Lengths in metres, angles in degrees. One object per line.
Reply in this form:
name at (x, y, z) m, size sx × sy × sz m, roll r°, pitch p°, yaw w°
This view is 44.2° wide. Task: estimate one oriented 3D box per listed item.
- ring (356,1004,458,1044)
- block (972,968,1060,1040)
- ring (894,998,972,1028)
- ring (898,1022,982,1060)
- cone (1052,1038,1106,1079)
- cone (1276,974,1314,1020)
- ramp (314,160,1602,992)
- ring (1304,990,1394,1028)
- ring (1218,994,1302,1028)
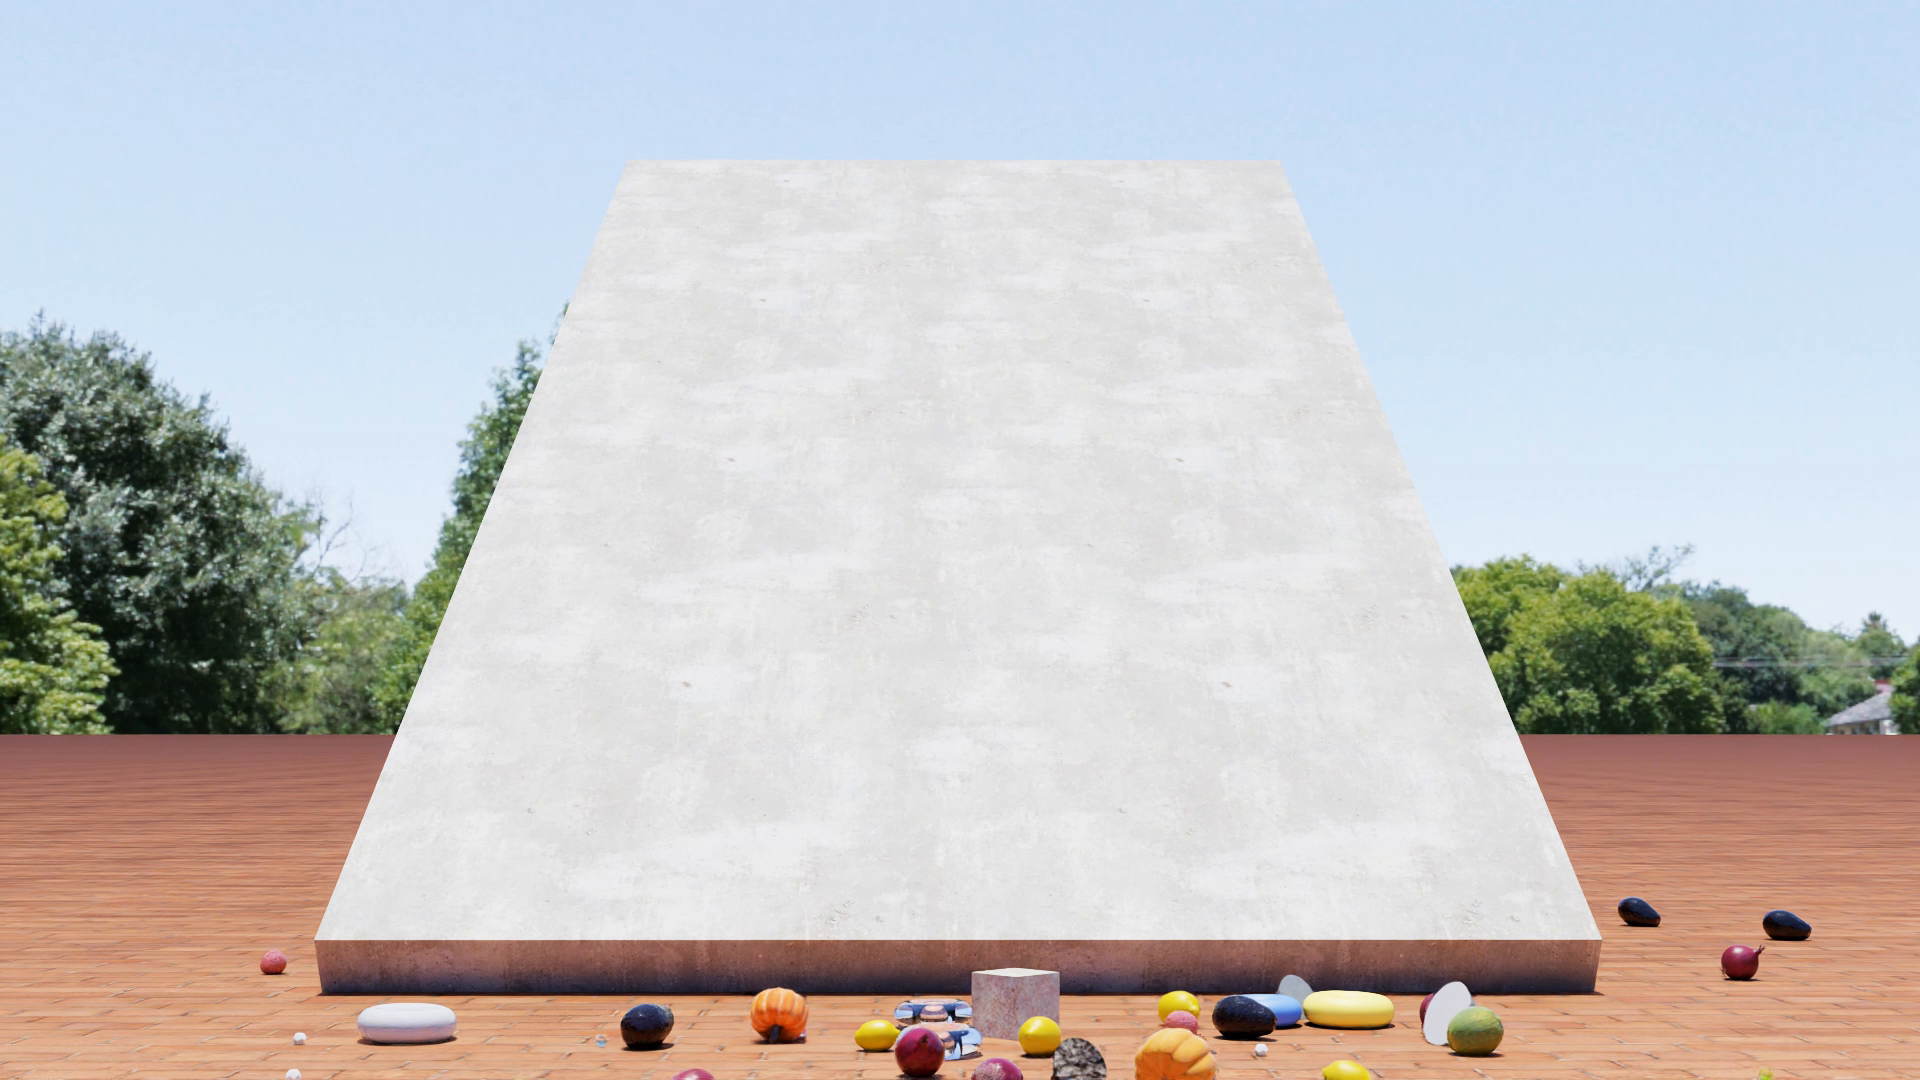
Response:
ring at (-0.735, 0.643, 3.144) m, size 0.131 × 0.044 × 0.131 m, roll 1°, pitch -5°, yaw 0°
block at (0.075, 0.627, 3.196) m, size 0.084 × 0.084 × 0.084 m, roll 4°, pitch -6°, yaw -44°
ring at (-0.036, 0.656, 3.267) m, size 0.111 × 0.037 × 0.111 m, roll -1°, pitch -6°, yaw 0°
ring at (-0.025, 0.635, 2.998) m, size 0.108 × 0.036 × 0.108 m, roll 0°, pitch -3°, yaw 0°
cone at (0.120, 0.614, 2.700) m, size 0.069 × 0.069 × 0.069 m, roll 3°, pitch -32°, yaw -31°
cone at (0.464, 0.670, 3.399) m, size 0.067 × 0.067 × 0.067 m, roll 4°, pitch -32°, yaw -38°
ramp at (-0.010, -0.228, 5.483) m, size 2.000 × 0.100 × 4.000 m, roll 0°, pitch 27°, yaw 0°
ring at (0.543, 0.657, 3.304) m, size 0.127 × 0.042 × 0.127 m, roll 1°, pitch -4°, yaw 0°
ring at (0.419, 0.658, 3.300) m, size 0.116 × 0.039 × 0.116 m, roll -1°, pitch -5°, yaw 0°
